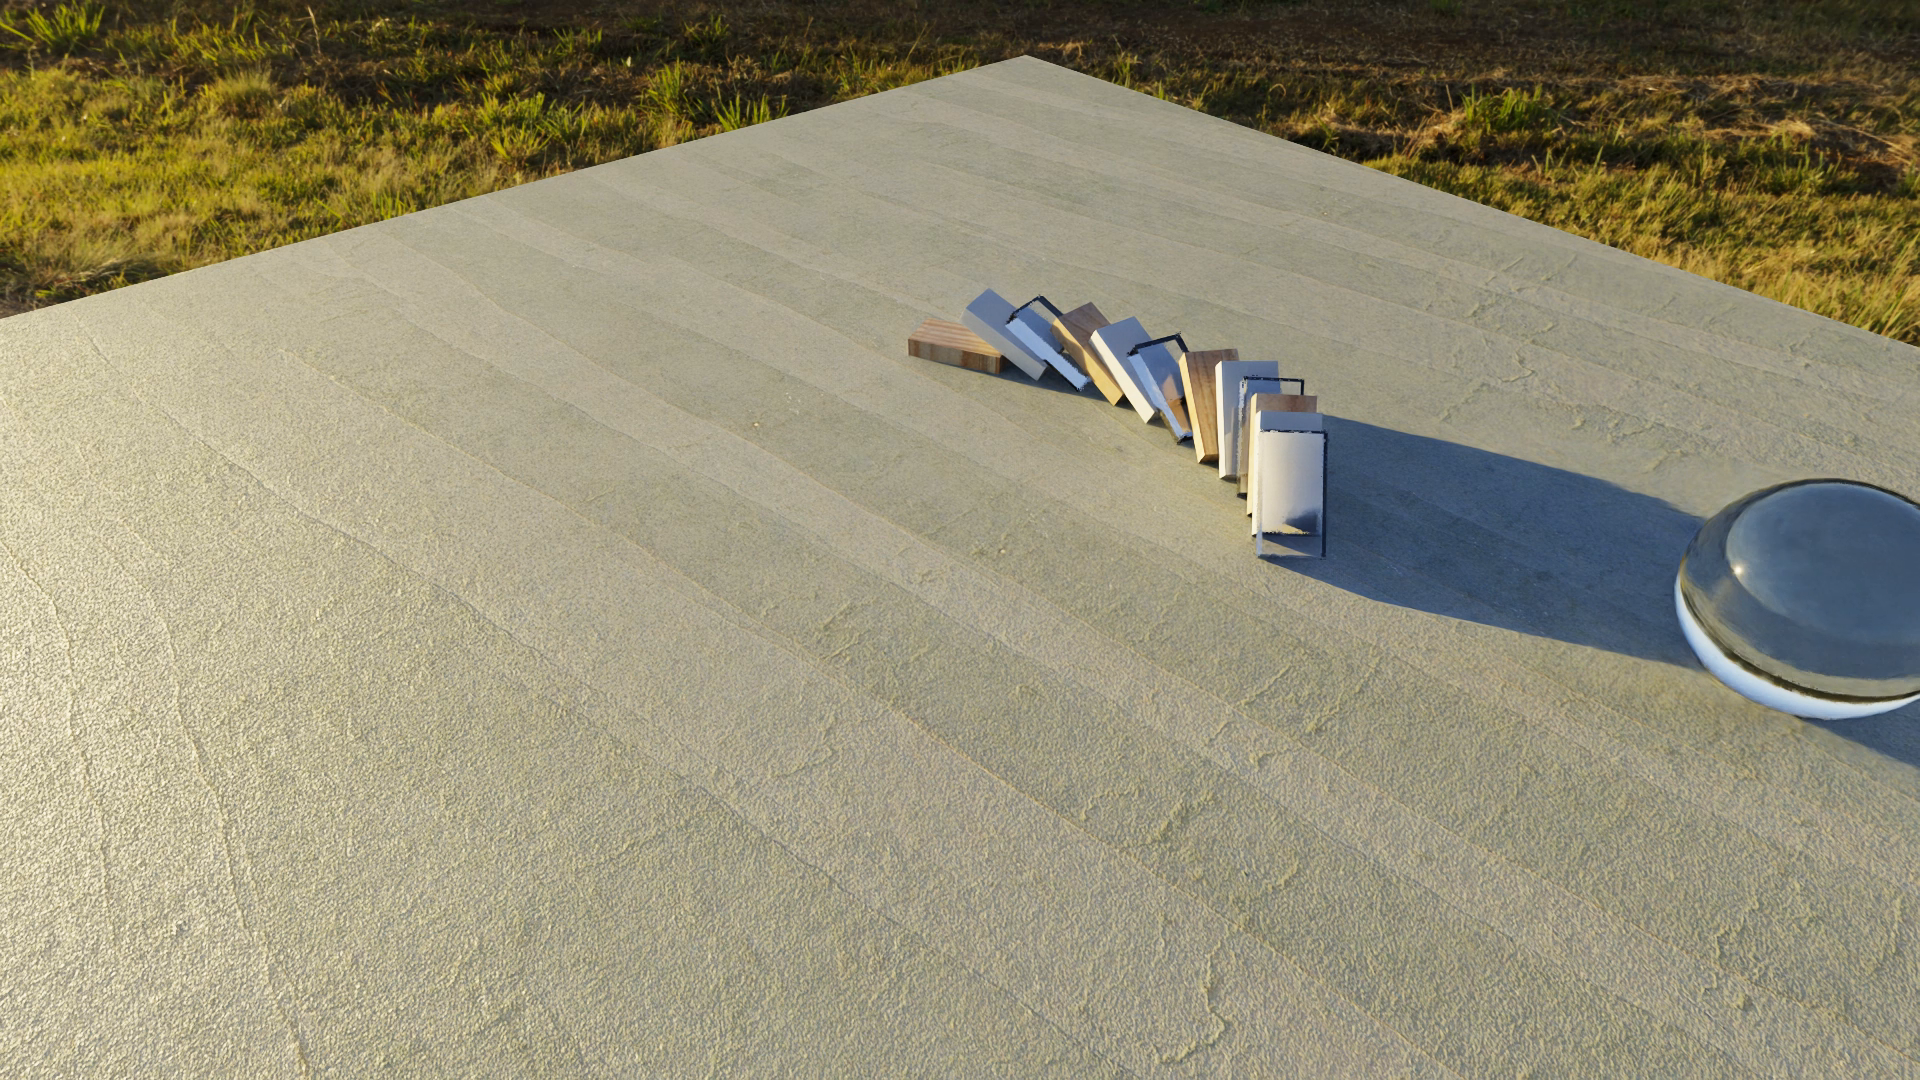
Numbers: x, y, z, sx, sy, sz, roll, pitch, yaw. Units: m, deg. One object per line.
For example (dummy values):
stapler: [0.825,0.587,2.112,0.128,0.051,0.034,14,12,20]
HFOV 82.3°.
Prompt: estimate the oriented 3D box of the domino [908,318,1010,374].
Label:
domino: [0.001,-0.100,0.566,0.050,0.010,0.025,15,42,17]

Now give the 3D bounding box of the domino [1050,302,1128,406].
domino: [0.070,-0.091,0.538,0.025,0.010,0.050,-31,76,-32]

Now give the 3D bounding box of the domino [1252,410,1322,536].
domino: [0.134,-0.027,0.450,0.025,0.050,0.009,3,-5,3]

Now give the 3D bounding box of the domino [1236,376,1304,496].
domino: [0.133,-0.044,0.471,0.025,0.050,0.009,3,-5,3]

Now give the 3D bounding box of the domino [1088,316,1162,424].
domino: [0.086,-0.082,0.526,0.025,0.010,0.050,-24,72,-27]

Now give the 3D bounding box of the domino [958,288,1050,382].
domino: [0.027,-0.104,0.554,0.050,0.010,0.025,38,47,4]

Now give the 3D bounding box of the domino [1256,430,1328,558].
domino: [0.133,-0.018,0.440,0.025,0.050,0.009,2,-5,3]

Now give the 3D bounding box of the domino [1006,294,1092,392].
domino: [0.049,-0.098,0.548,0.050,0.010,0.025,44,52,9]

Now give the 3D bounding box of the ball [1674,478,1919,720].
ball: [0.284,0.019,0.364,0.080,0.080,0.080,0,39,0]

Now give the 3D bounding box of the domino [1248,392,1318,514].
domino: [0.135,-0.035,0.460,0.025,0.050,0.010,3,-5,3]

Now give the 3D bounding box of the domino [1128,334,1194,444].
domino: [0.102,-0.071,0.513,0.025,0.009,0.050,-17,69,-20]

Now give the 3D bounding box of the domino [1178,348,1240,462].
domino: [0.117,-0.061,0.497,0.025,0.010,0.050,-5,73,-6]

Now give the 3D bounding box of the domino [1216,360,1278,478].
domino: [0.127,-0.053,0.482,0.025,0.050,0.009,-1,-5,-1]
